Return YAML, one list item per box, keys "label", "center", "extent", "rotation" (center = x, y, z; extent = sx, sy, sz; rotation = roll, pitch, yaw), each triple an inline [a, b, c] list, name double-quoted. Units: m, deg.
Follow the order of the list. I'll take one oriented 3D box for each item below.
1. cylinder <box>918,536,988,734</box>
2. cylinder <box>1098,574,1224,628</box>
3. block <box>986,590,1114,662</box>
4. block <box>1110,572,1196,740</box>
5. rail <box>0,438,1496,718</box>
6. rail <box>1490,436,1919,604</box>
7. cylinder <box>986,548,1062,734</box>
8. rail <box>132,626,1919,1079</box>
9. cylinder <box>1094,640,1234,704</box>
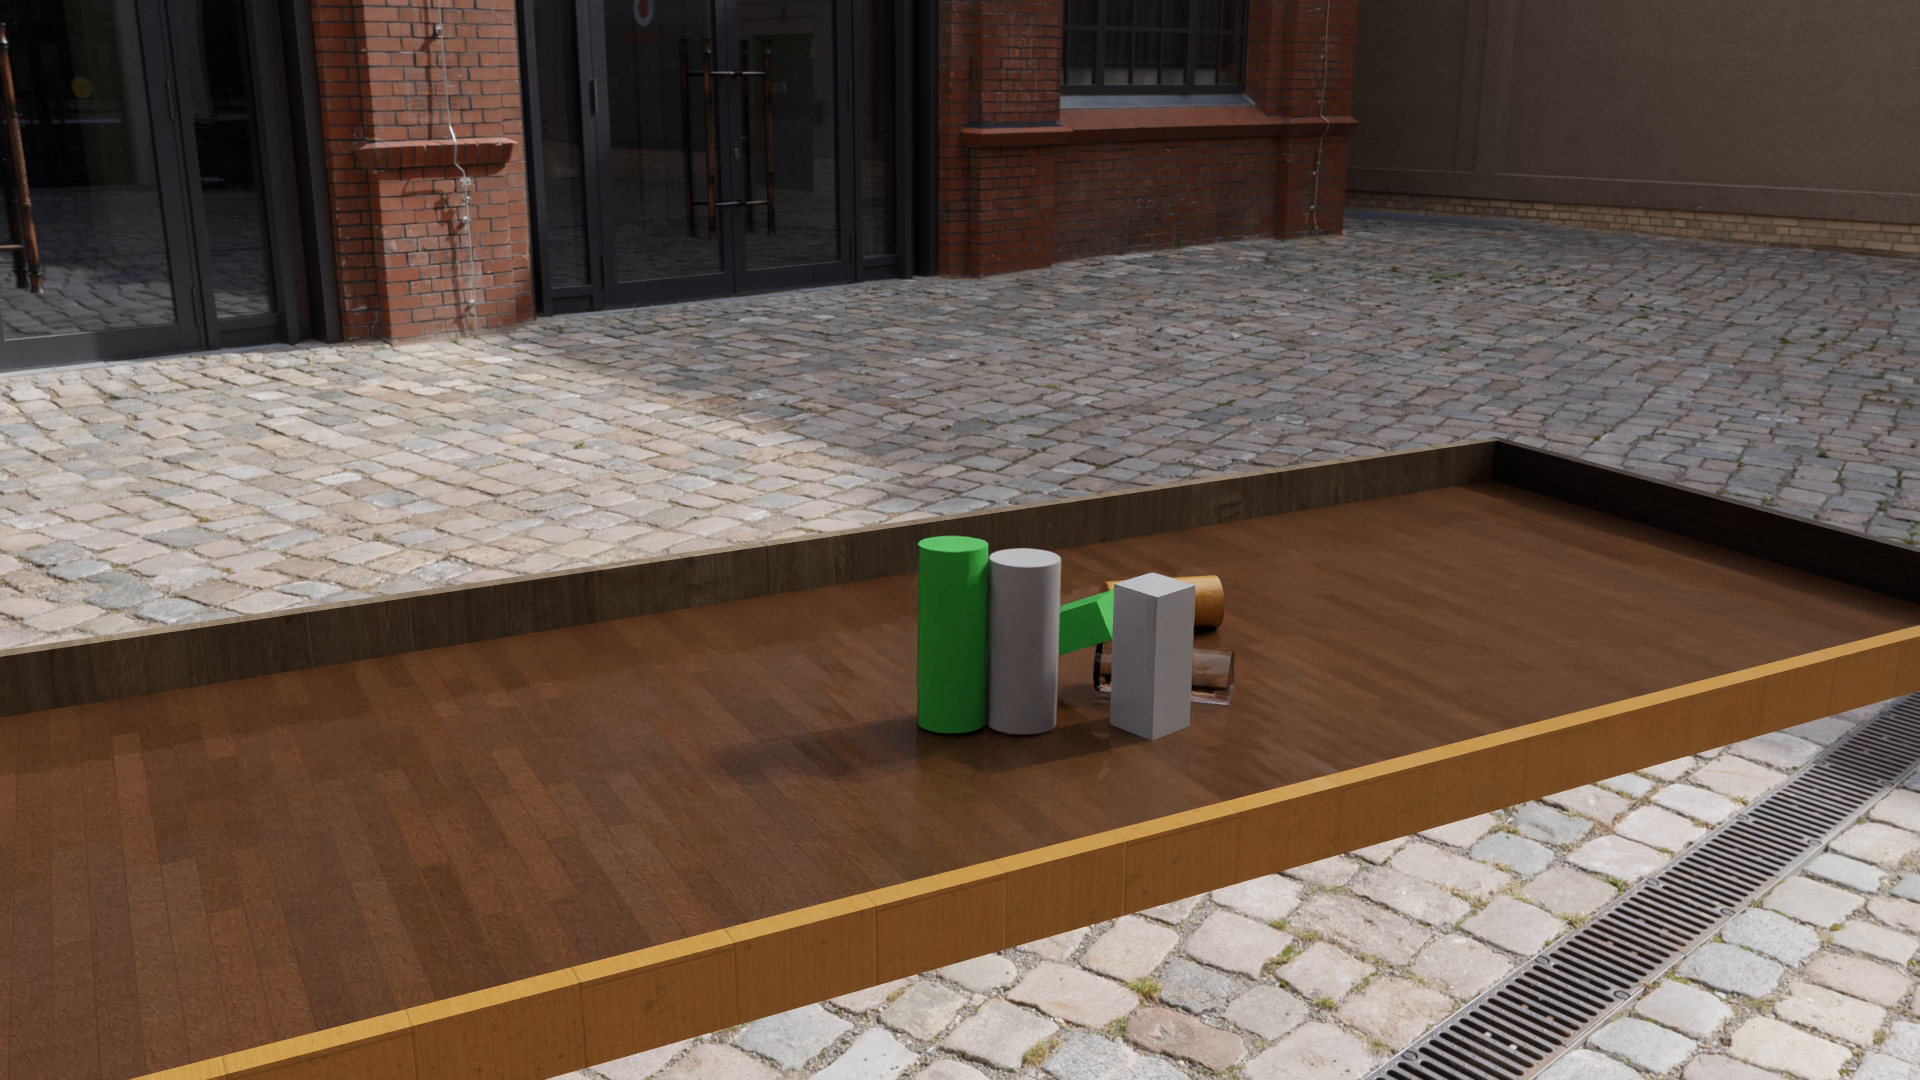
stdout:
- label: "cylinder"
  center: [-0.018, 0.218, 3.832]
  extent: [0.162, 0.430, 0.162]
  rotation: [1, 13, 0]
- label: "cylinder"
  center: [0.548, 0.176, 4.501]
  extent: [0.314, 0.144, 0.144]
  rotation: [-3, 17, -10]
- label: "block"
  center: [0.220, 0.234, 4.117]
  extent: [0.374, 0.101, 0.101]
  rotation: [-19, 5, 31]
- label: "block"
  center: [0.446, 0.268, 3.827]
  extent: [0.132, 0.347, 0.132]
  rotation: [-14, 22, -40]
- label: "rail"
  center: [-3.305, 0.497, 3.399]
  extent: [12.000, 0.150, 0.050]
  rotation: [-9, 18, -27]
- label: "rail"
  center: [2.466, -0.048, 5.253]
  extent: [0.050, 0.150, 2.100]
  rotation: [-9, 18, -27]
- label: "cylinder"
  center: [0.147, 0.235, 3.835]
  extent: [0.166, 0.401, 0.166]
  rotation: [1, 14, 0]
- label: "rail"
  center: [-2.336, 1.006, 1.665]
  extent: [12.000, 0.150, 0.050]
  rotation: [-9, 18, -27]
- label: "cylinder"
  center: [0.499, 0.320, 4.032]
  extent: [0.325, 0.131, 0.131]
  rotation: [5, 17, 16]
